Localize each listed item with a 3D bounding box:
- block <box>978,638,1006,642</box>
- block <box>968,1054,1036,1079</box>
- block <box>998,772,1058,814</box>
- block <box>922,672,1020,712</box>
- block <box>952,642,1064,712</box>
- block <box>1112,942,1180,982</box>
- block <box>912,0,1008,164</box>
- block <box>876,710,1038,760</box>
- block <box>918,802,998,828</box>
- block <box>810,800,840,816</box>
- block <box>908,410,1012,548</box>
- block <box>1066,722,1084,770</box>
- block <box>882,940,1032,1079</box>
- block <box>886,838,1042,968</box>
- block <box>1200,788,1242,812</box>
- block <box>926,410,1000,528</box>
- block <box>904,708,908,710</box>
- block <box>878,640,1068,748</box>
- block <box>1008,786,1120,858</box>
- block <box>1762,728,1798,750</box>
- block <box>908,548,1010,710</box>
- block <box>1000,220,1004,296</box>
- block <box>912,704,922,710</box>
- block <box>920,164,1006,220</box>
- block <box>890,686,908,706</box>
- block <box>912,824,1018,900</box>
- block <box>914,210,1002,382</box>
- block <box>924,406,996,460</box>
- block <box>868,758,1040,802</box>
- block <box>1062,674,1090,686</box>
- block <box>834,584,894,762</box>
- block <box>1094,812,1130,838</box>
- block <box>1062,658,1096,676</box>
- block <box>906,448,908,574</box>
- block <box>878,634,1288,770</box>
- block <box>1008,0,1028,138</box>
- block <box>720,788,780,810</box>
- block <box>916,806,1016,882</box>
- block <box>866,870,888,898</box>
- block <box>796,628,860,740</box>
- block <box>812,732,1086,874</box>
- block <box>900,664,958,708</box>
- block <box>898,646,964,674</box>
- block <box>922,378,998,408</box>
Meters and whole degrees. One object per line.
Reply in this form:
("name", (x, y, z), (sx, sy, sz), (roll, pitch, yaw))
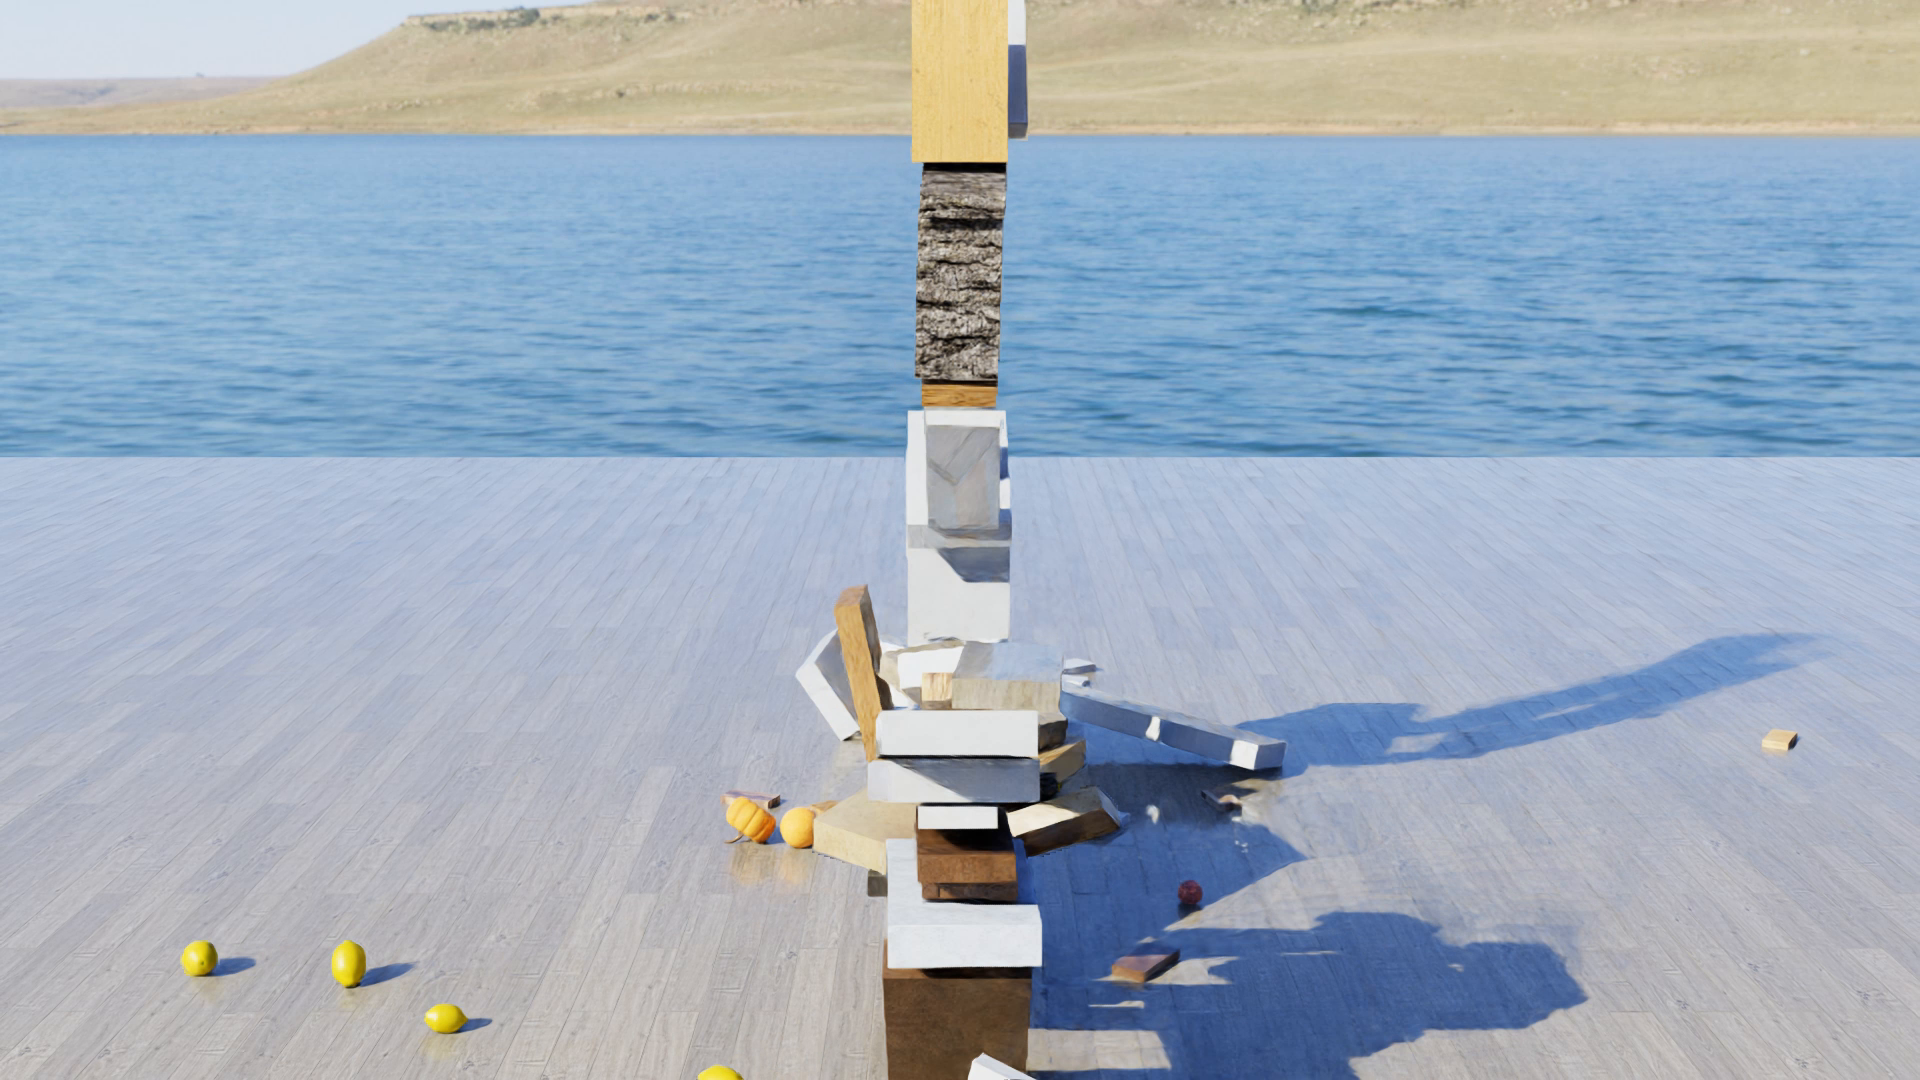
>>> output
("block", (0.058, 0.231, 3.802), (0.017, 0.122, 0.061), (-1, -2, -35))
("block", (0.030, 0.542, 1.994), (0.069, 0.138, 0.020), (22, 20, 21))
("block", (0.060, 0.380, 3.124), (0.095, 0.027, 0.189), (5, -31, -19))
("block", (0.016, 0.219, 2.823), (0.121, 0.034, 0.242), (-1, -19, 1))
("block", (0.059, 0.160, 2.599), (0.121, 0.034, 0.242), (3, 7, 4))
("block", (0.282, 0.642, 3.346), (0.056, 0.016, 0.112), (7, 12, 32))
("block", (0.000, -0.756, 3.510), (0.152, 0.303, 0.043), (0, 7, 2))
("block", (-0.010, 0.236, 2.629), (0.175, 0.050, 0.350), (1, -7, -3))
("block", (0.000, 0.327, 2.621), (0.090, 0.026, 0.181), (0, -5, 1))
("block", (-0.225, 0.507, 4.072), (0.057, 0.016, 0.113), (-7, 13, -34))
("block", (-0.003, -0.112, 3.901), (0.178, 0.050, 0.355), (-1, 36, -1))
("block", (0.177, 0.340, 3.651), (0.056, 0.016, 0.112), (8, 28, -2))
("block", (-0.004, 0.606, 2.772), (0.178, 0.356, 0.050), (0, 54, 0))
("block", (-0.001, 0.443, 2.716), (0.178, 0.050, 0.356), (0, 8, -2))
("block", (0.495, 0.492, 4.162), (0.046, 0.013, 0.093), (-3, 11, -15))
("block", (0.005, -0.115, 3.655), (0.122, 0.243, 0.034), (0, 47, 0))
("block", (0.000, 0.382, 4.383), (0.154, 0.044, 0.308), (-3, 8, -17))
("block", (0.019, 0.251, 3.515), (0.152, 0.043, 0.303), (-8, 27, -36))
("block", (0.097, 0.415, 3.117), (0.242, 0.034, 0.121), (-19, -25, 9))
("block", (1.706, 0.415, 4.575), (0.050, 0.014, 0.101), (6, 12, 30))
("block", (-0.002, 0.225, 3.913), (0.178, 0.539, 0.050), (0, 10, 0))
("block", (0.004, -0.491, 3.686), (0.134, 0.268, 0.038), (2, 12, 2))
("block", (-0.059, 0.301, 3.811), (0.056, 0.016, 0.112), (-33, 17, 17))
("block", (0.008, -0.596, 3.569), (0.134, 0.038, 0.268), (1, 33, 1))
("block", (-0.066, 0.324, 4.679), (0.154, 0.044, 0.308), (0, -1, 22))
("block", (0.004, 0.397, 2.726), (0.114, 0.032, 0.228), (1, 7, -4))
("block", (-0.002, -0.393, 3.534), (0.134, 0.268, 0.038), (2, 13, 2))
("block", (0.000, -0.213, 3.789), (0.122, 0.243, 0.034), (0, 34, 0))
("block", (-0.014, 0.297, 2.717), (0.175, 0.050, 0.350), (0, -6, -7))
("block", (0.249, 0.324, 5.065), (0.093, 0.013, 0.046), (5, 12, 26))
("block", (-0.150, 0.250, 3.698), (0.043, 0.325, 0.152), (-11, 11, 5))
("block", (0.259, 0.517, 4.016), (0.057, 0.016, 0.113), (6, 12, 30))
("block", (0.244, 0.303, 5.164), (0.136, 0.019, 0.068), (-7, 13, -35))
("block", (-0.009, 0.010, 4.072), (0.178, 0.356, 0.050), (0, 14, 0))
("block", (0.214, 0.327, 4.547), (0.925, 0.048, 0.171), (14, 4, 27))
("block", (0.023, -0.834, 3.673), (0.171, 0.341, 0.048), (0, -20, -1))
("block", (-0.397, 0.491, 4.165), (0.101, 0.014, 0.050), (4, 11, 22))
("block", (0.004, 0.369, 2.675), (0.114, 0.032, 0.228), (0, 7, -2))
("block", (-0.059, 0.462, 3.254), (0.113, 0.032, 0.226), (3, 20, 9))
("block", (-0.256, 0.306, 4.739), (0.048, 0.171, 0.341), (-33, 5, 11))
("block", (-0.008, 0.384, 3.352), (0.175, 0.050, 0.468), (14, 24, 33))
("block", (-0.007, 0.202, 2.870), (0.095, 0.027, 0.189), (-5, -20, 13))
("block", (-0.009, 0.184, 2.904), (0.094, 0.027, 0.189), (-7, -20, 14))
("block", (0.002, -0.297, 3.661), (0.121, 0.034, 0.243), (1, 33, 1))
